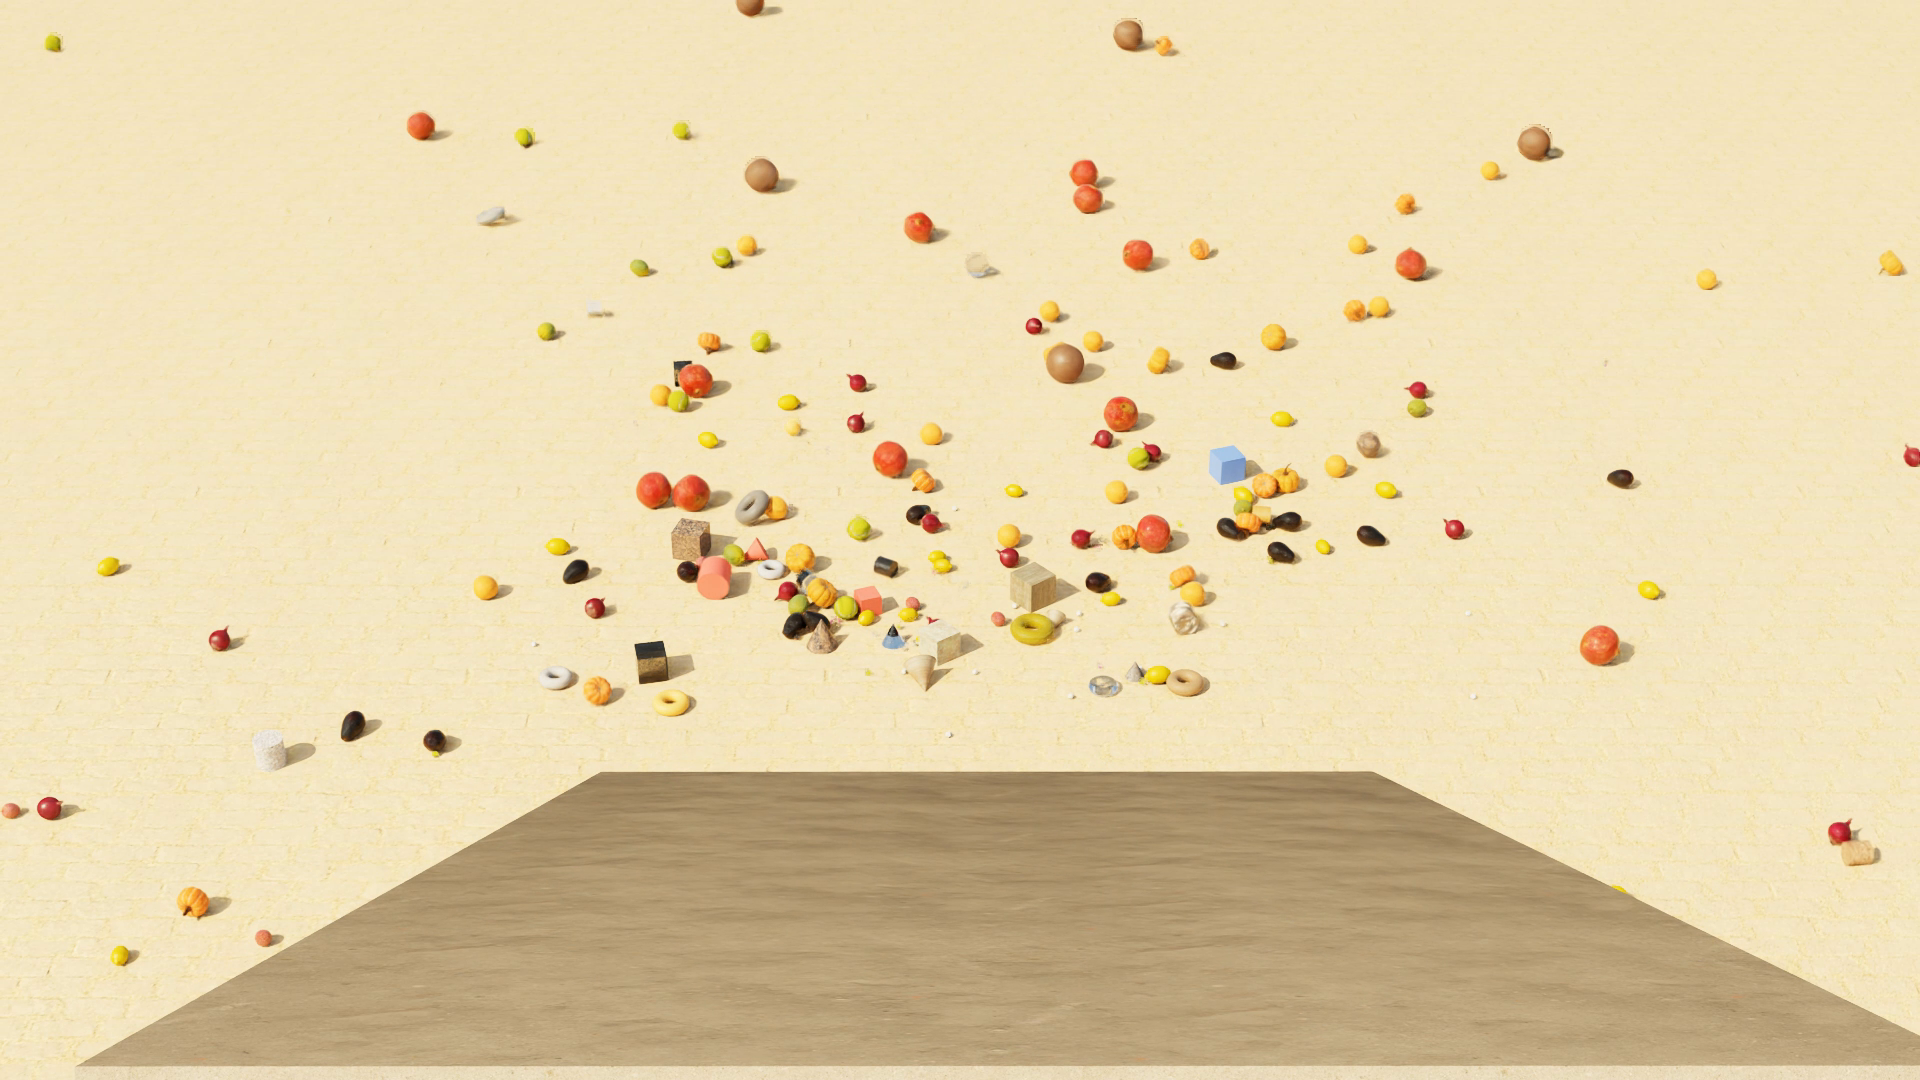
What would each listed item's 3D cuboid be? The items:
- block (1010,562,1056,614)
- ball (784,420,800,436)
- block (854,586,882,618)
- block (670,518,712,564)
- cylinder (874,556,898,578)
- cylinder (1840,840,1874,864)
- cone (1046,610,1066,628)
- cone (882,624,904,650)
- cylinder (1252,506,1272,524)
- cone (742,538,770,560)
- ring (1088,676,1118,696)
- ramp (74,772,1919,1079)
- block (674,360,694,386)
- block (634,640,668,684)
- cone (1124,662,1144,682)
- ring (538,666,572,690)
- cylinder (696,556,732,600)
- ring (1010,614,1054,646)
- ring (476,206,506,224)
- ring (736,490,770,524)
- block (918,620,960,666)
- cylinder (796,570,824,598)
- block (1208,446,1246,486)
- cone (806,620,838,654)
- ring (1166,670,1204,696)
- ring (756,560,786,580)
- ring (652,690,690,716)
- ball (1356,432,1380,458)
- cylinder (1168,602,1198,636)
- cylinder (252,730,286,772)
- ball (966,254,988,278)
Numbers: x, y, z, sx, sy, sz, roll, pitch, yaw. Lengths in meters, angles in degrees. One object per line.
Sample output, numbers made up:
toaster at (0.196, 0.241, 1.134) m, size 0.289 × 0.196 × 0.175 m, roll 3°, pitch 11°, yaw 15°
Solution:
block at (0.212, 0.138, 7.528) m, size 0.094 × 0.094 × 0.094 m, roll -23°, pitch 39°, yaw -32°
ball at (-0.541, -0.363, 8.373) m, size 0.051 × 0.051 × 0.051 m, roll 0°, pitch 32°, yaw 0°
block at (-0.266, 0.179, 7.491) m, size 0.062 × 0.062 × 0.062 m, roll -12°, pitch 34°, yaw -18°
block at (-0.804, 0.001, 7.750) m, size 0.091 × 0.091 × 0.091 m, roll 8°, pitch 33°, yaw 13°
cylinder at (-0.219, 0.079, 7.660) m, size 0.053 × 0.053 × 0.053 m, roll 18°, pitch 36°, yaw 27°
cylinder at (2.257, 0.786, 6.520) m, size 0.059 × 0.059 × 0.059 m, roll -4°, pitch 32°, yaw -6°
cone at (0.269, 0.239, 7.430) m, size 0.058 × 0.058 × 0.058 m, roll 10°, pitch 60°, yaw 15°
cone at (-0.190, 0.264, 7.351) m, size 0.067 × 0.067 × 0.067 m, roll 0°, pitch 32°, yaw 0°
cylinder at (0.920, -0.076, 7.907) m, size 0.055 × 0.055 × 0.055 m, roll 4°, pitch 32°, yaw 7°
cone at (-0.622, 0.043, 7.736) m, size 0.077 × 0.077 × 0.077 m, roll -30°, pitch 34°, yaw 3°
ring at (0.396, 0.404, 7.164) m, size 0.083 × 0.028 × 0.083 m, roll 0°, pitch 33°, yaw 0°
ramp at (0.071, 0.625, 4.715) m, size 2.000 × 0.100 × 4.000 m, roll 0°, pitch -1°, yaw 0°
block at (-0.925, -0.557, 8.673) m, size 0.063 × 0.063 × 0.063 m, roll -4°, pitch 32°, yaw -6°
block at (-0.859, 0.341, 7.213) m, size 0.082 × 0.082 × 0.082 m, roll -7°, pitch 33°, yaw -11°
cone at (0.487, 0.359, 7.210) m, size 0.055 × 0.055 × 0.055 m, roll 0°, pitch 32°, yaw 0°
ring at (-1.123, 0.382, 7.194) m, size 0.094 × 0.031 × 0.094 m, roll 1°, pitch 31°, yaw 0°
cylinder at (-0.717, 0.111, 7.572) m, size 0.093 × 0.093 × 0.093 m, roll 1°, pitch 32°, yaw 2°
ring at (0.206, 0.254, 7.391) m, size 0.128 × 0.043 × 0.128 m, roll 0°, pitch 33°, yaw 0°
ring at (-1.762, -1.220, 9.735) m, size 0.116 × 0.039 × 0.116 m, roll -19°, pitch 19°, yaw 7°
ring at (-0.635, -0.101, 7.916) m, size 0.126 × 0.042 × 0.126 m, roll -31°, pitch 34°, yaw 23°
block at (-0.057, 0.289, 7.295) m, size 0.084 × 0.084 × 0.084 m, roll -23°, pitch 38°, yaw -32°
cylinder at (-0.438, 0.128, 7.576) m, size 0.060 × 0.060 × 0.060 m, roll -20°, pitch 37°, yaw -29°
block at (0.839, -0.235, 8.137) m, size 0.084 × 0.084 × 0.084 m, roll -12°, pitch 34°, yaw -18°
cone at (-0.391, 0.260, 7.333) m, size 0.092 × 0.092 × 0.092 m, roll 0°, pitch 32°, yaw 0°
ring at (0.623, 0.394, 7.172) m, size 0.106 × 0.035 × 0.106 m, roll -1°, pitch 31°, yaw 0°
ring at (-0.559, 0.088, 7.671) m, size 0.086 × 0.029 × 0.086 m, roll 1°, pitch 32°, yaw -1°
ring at (-0.791, 0.445, 7.092) m, size 0.101 × 0.034 × 0.101 m, roll 0°, pitch 33°, yaw 0°
ball at (1.301, -0.302, 8.251) m, size 0.077 × 0.077 × 0.077 m, roll 0°, pitch 32°, yaw 0°
cylinder at (0.637, 0.224, 7.412) m, size 0.070 × 0.070 × 0.070 m, roll -6°, pitch 32°, yaw -10°
cylinder at (-1.829, 0.559, 6.866) m, size 0.080 × 0.080 × 0.080 m, roll 0°, pitch 32°, yaw 0°
ball at (0.062, -0.988, 9.346) m, size 0.083 × 0.083 × 0.083 m, roll 0°, pitch 32°, yaw 0°
